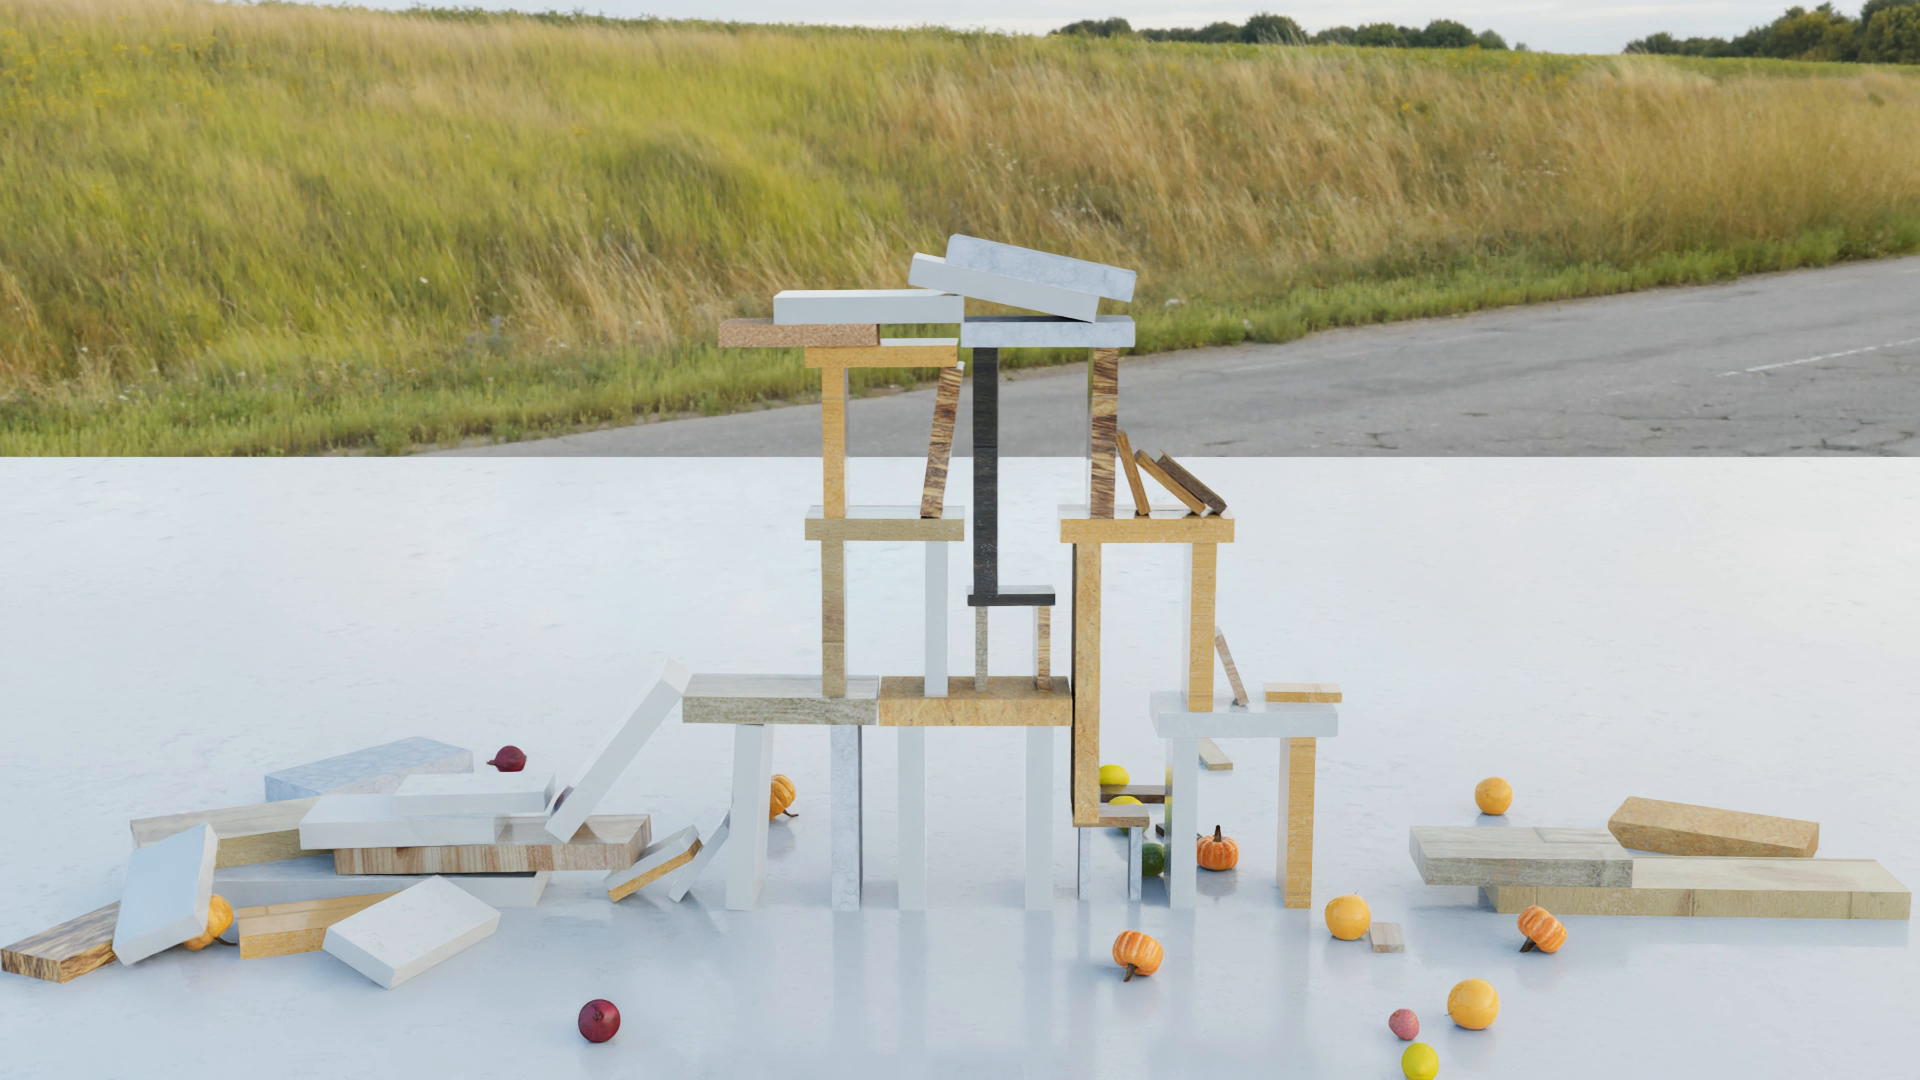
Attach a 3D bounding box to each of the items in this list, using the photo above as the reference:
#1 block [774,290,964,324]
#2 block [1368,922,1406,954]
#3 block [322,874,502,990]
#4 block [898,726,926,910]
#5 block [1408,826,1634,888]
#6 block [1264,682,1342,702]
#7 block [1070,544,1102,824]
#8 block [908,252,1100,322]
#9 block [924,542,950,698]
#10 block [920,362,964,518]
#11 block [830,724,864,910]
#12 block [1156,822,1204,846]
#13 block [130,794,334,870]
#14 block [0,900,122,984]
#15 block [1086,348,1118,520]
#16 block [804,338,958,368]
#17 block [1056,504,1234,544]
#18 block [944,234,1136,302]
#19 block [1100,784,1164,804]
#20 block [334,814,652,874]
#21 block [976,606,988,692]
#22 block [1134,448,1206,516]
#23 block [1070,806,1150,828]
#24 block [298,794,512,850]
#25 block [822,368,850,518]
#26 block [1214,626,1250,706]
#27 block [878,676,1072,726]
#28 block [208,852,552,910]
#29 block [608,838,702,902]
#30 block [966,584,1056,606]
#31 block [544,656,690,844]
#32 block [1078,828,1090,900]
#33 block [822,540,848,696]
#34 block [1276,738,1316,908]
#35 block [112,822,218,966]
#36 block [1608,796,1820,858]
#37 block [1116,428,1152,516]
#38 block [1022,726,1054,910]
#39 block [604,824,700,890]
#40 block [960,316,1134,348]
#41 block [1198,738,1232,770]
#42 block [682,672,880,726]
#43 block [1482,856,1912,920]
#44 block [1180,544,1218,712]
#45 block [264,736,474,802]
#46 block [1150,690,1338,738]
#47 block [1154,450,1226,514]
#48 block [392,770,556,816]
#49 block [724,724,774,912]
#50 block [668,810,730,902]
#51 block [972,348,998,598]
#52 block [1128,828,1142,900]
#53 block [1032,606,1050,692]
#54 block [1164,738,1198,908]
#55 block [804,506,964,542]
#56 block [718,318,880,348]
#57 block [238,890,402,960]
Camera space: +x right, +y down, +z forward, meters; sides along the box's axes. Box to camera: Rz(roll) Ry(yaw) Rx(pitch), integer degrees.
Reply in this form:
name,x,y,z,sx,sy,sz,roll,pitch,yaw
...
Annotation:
name,x,y,z,sx,sy,sz,roll,pitch,yaw
block,-0.142,-0.372,3.504,0.297,0.042,0.149,0,11,1
block,0.669,0.624,3.450,0.049,0.014,0.098,1,11,6
block,-0.841,0.601,3.387,0.131,0.037,0.262,26,19,18
block,-0.078,0.438,3.638,0.044,0.311,0.155,0,11,0
block,0.925,0.523,3.642,0.331,0.047,0.166,0,11,2
block,0.565,0.252,3.630,0.123,0.017,0.062,1,11,4
block,0.206,0.220,3.604,0.039,0.463,0.138,0,11,0
block,0.069,-0.402,3.496,0.297,0.042,0.149,12,10,-1
block,-0.036,0.116,3.581,0.036,0.255,0.127,1,11,1
block,-0.028,-0.165,3.535,0.034,0.239,0.120,9,11,0
block,-0.187,0.437,3.640,0.044,0.311,0.156,0,11,0
block,0.395,0.529,3.958,0.049,0.014,0.098,-4,11,-19
block,-1.212,0.501,3.739,0.354,0.050,0.177,-5,11,-26
block,-1.344,0.620,3.413,0.123,0.035,0.247,5,12,25
block,0.227,-0.179,3.527,0.039,0.272,0.136,1,11,0
block,-0.123,-0.299,3.507,0.239,0.034,0.120,0,11,1
block,0.298,-0.027,3.558,0.276,0.039,0.138,0,11,0
block,0.130,-0.433,3.493,0.297,0.042,0.149,12,10,2
block,0.329,0.484,4.192,0.123,0.017,0.062,0,11,3
block,-0.774,0.506,3.660,0.493,0.044,0.157,-2,10,6
block,0.035,0.170,3.599,0.020,0.142,0.071,0,11,0
block,0.337,-0.094,3.537,0.133,0.019,0.067,39,8,-7
block,0.248,0.458,3.643,0.126,0.018,0.063,0,11,0
block,-0.919,0.464,3.656,0.314,0.044,0.157,-2,10,-1
block,-0.199,-0.164,3.537,0.034,0.239,0.120,0,11,1
block,0.440,0.206,3.595,0.017,0.123,0.062,-22,10,4
block,0.025,0.263,3.606,0.310,0.044,0.155,0,11,0
block,-1.025,0.563,3.678,0.653,0.050,0.177,0,11,-2
block,-0.506,0.544,3.652,0.155,0.022,0.077,-29,7,9
block,0.082,0.091,3.583,0.142,0.020,0.071,0,11,-2
block,-0.563,0.343,3.624,0.044,0.314,0.157,37,6,-9
block,0.206,0.528,3.657,0.018,0.126,0.063,0,11,0
block,-0.204,0.114,3.586,0.036,0.254,0.127,0,11,-1
block,0.556,0.447,3.643,0.041,0.290,0.145,0,11,2
block,-1.235,0.548,3.426,0.131,0.037,0.262,-23,28,-3
block,1.337,0.522,3.905,0.331,0.047,0.166,6,12,29
block,0.276,-0.110,3.535,0.019,0.133,0.067,-18,10,3
block,0.129,0.438,3.638,0.044,0.311,0.155,0,11,0
block,-0.508,0.523,3.628,0.155,0.022,0.077,-28,7,16
block,0.138,-0.333,3.505,0.272,0.039,0.136,0,11,1
block,0.500,0.427,4.509,0.049,0.014,0.273,-2,11,-8
block,-0.291,0.260,3.609,0.311,0.044,0.156,1,11,0
block,1.206,0.572,3.638,0.658,0.047,0.166,0,11,2
block,0.389,0.128,3.586,0.039,0.276,0.138,0,11,0
block,-1.140,0.455,4.257,0.177,0.050,0.354,9,14,39
block,0.463,0.285,3.611,0.290,0.041,0.145,0,11,-1
block,0.370,-0.094,3.542,0.133,0.019,0.067,38,9,-6
block,-0.805,0.421,3.656,0.247,0.035,0.123,-2,10,-1
block,-0.346,0.437,3.633,0.044,0.311,0.156,5,11,2
block,-0.426,0.524,3.648,0.022,0.155,0.077,37,10,-4
block,0.042,-0.117,3.544,0.039,0.401,0.136,0,11,2
block,0.291,0.528,3.657,0.018,0.126,0.063,0,11,0
block,0.133,0.170,3.598,0.020,0.142,0.071,-1,11,-5
block,0.365,0.448,3.642,0.041,0.290,0.145,0,11,1
block,-0.119,-0.028,3.557,0.254,0.036,0.127,0,11,0
block,-0.253,-0.331,3.500,0.247,0.035,0.123,0,11,1
block,-1.002,0.607,3.476,0.262,0.037,0.131,-4,11,-19
